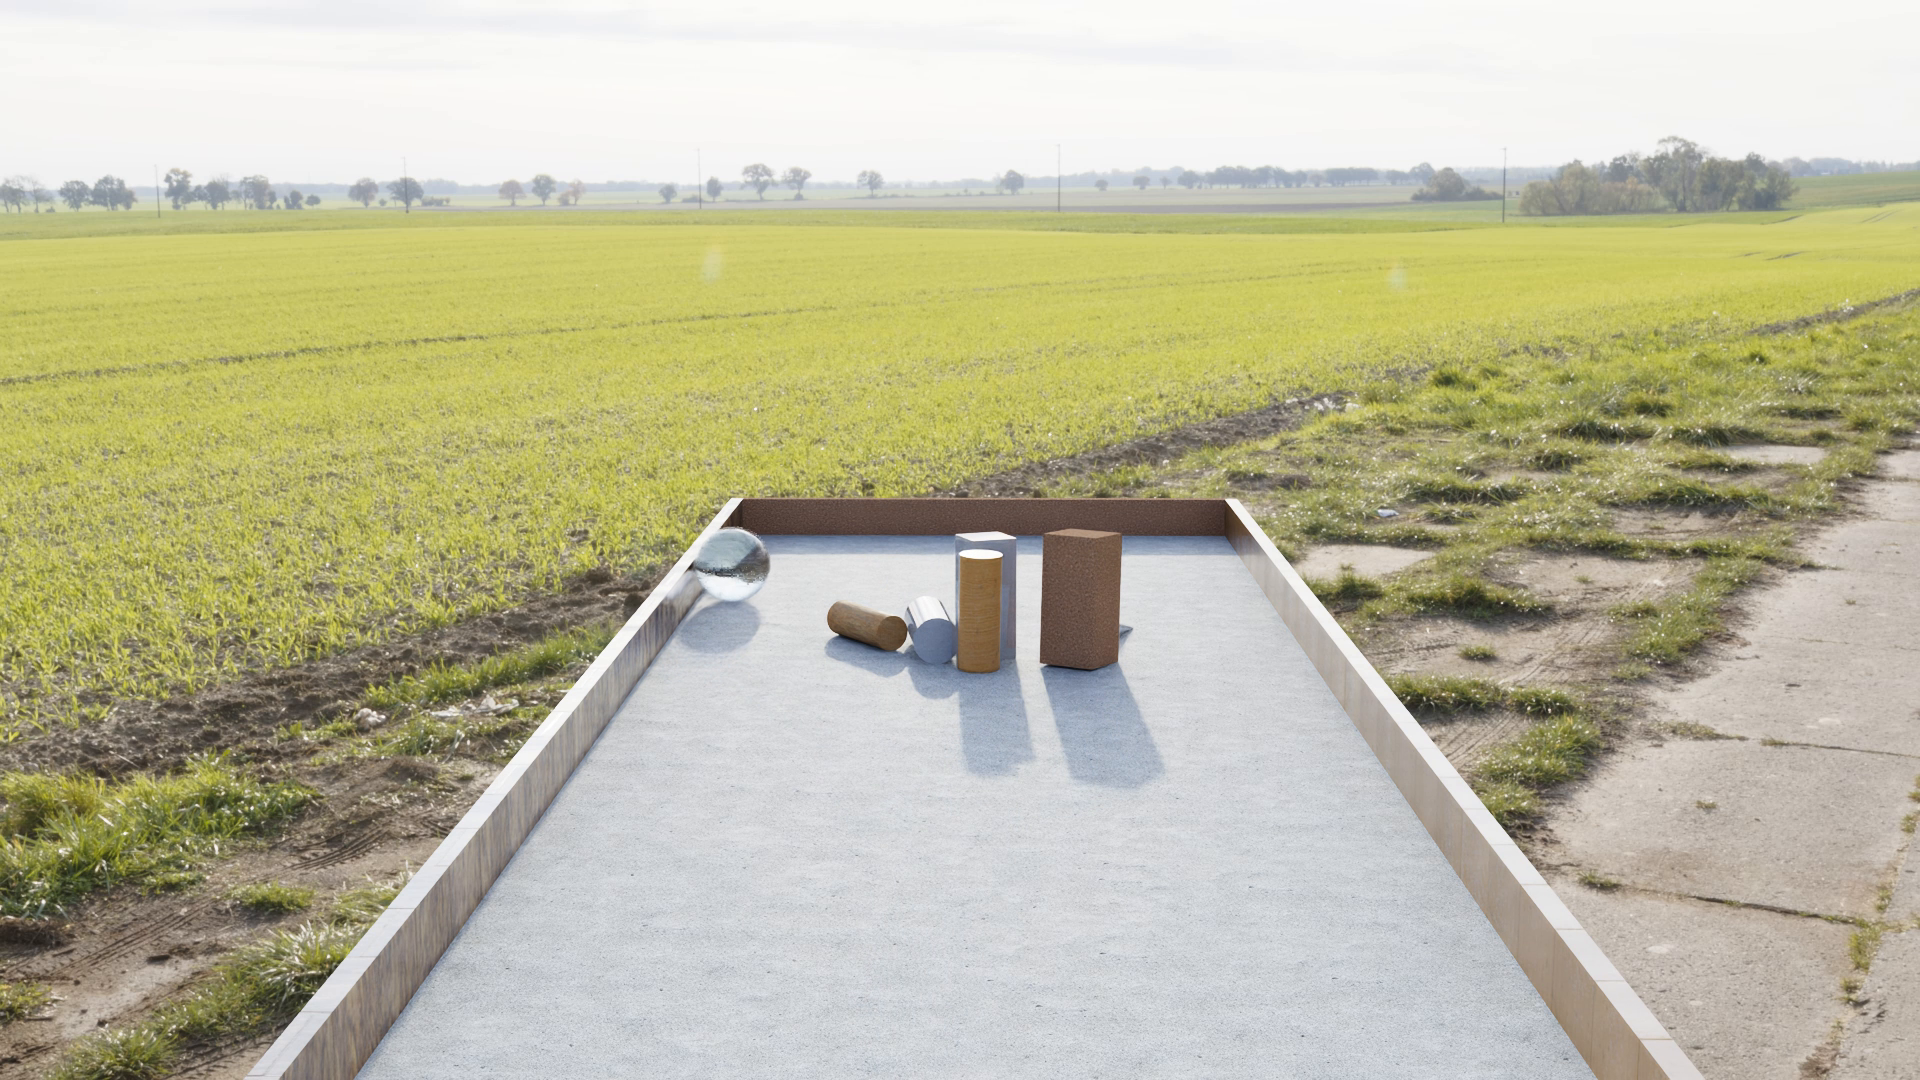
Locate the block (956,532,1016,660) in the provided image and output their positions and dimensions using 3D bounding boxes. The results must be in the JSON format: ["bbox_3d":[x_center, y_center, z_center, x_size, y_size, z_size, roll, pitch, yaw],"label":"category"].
[{"bbox_3d":[0.079,0.172,6.733,0.143,0.372,0.143,-4,10,-22],"label":"block"}]

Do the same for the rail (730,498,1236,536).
[{"bbox_3d":[0.099,-0.098,9.147,2.100,0.150,0.050,0,9,1],"label":"rail"}]

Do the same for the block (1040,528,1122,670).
[{"bbox_3d":[0.364,0.175,6.624,0.177,0.393,0.177,5,8,30],"label":"block"}]

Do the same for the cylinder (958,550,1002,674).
[{"bbox_3d":[0.059,0.213,6.538,0.127,0.348,0.127,1,11,0],"label":"cylinder"}]

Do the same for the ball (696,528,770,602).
[{"bbox_3d":[-0.791,0.088,7.636,0.257,0.257,0.257,0,9,0],"label":"ball"}]

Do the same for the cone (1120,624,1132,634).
[{"bbox_3d":[0.483,0.287,7.022,0.110,0.110,0.380,5,2,27],"label":"cone"}]

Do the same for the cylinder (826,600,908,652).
[{"bbox_3d":[-0.295,0.269,6.953,0.112,0.112,0.313,-6,11,-32],"label":"cylinder"}]

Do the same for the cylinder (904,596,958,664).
[{"bbox_3d":[-0.088,0.277,6.809,0.143,0.143,0.360,-1,9,-6],"label":"cylinder"}]

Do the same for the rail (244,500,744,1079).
[{"bbox_3d":[-1.004,0.839,3.234,0.050,0.150,12.000,0,9,1],"label":"rail"}]

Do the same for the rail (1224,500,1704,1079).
[{"bbox_3d":[1.046,0.843,3.208,0.050,0.150,12.000,0,9,1],"label":"rail"}]
